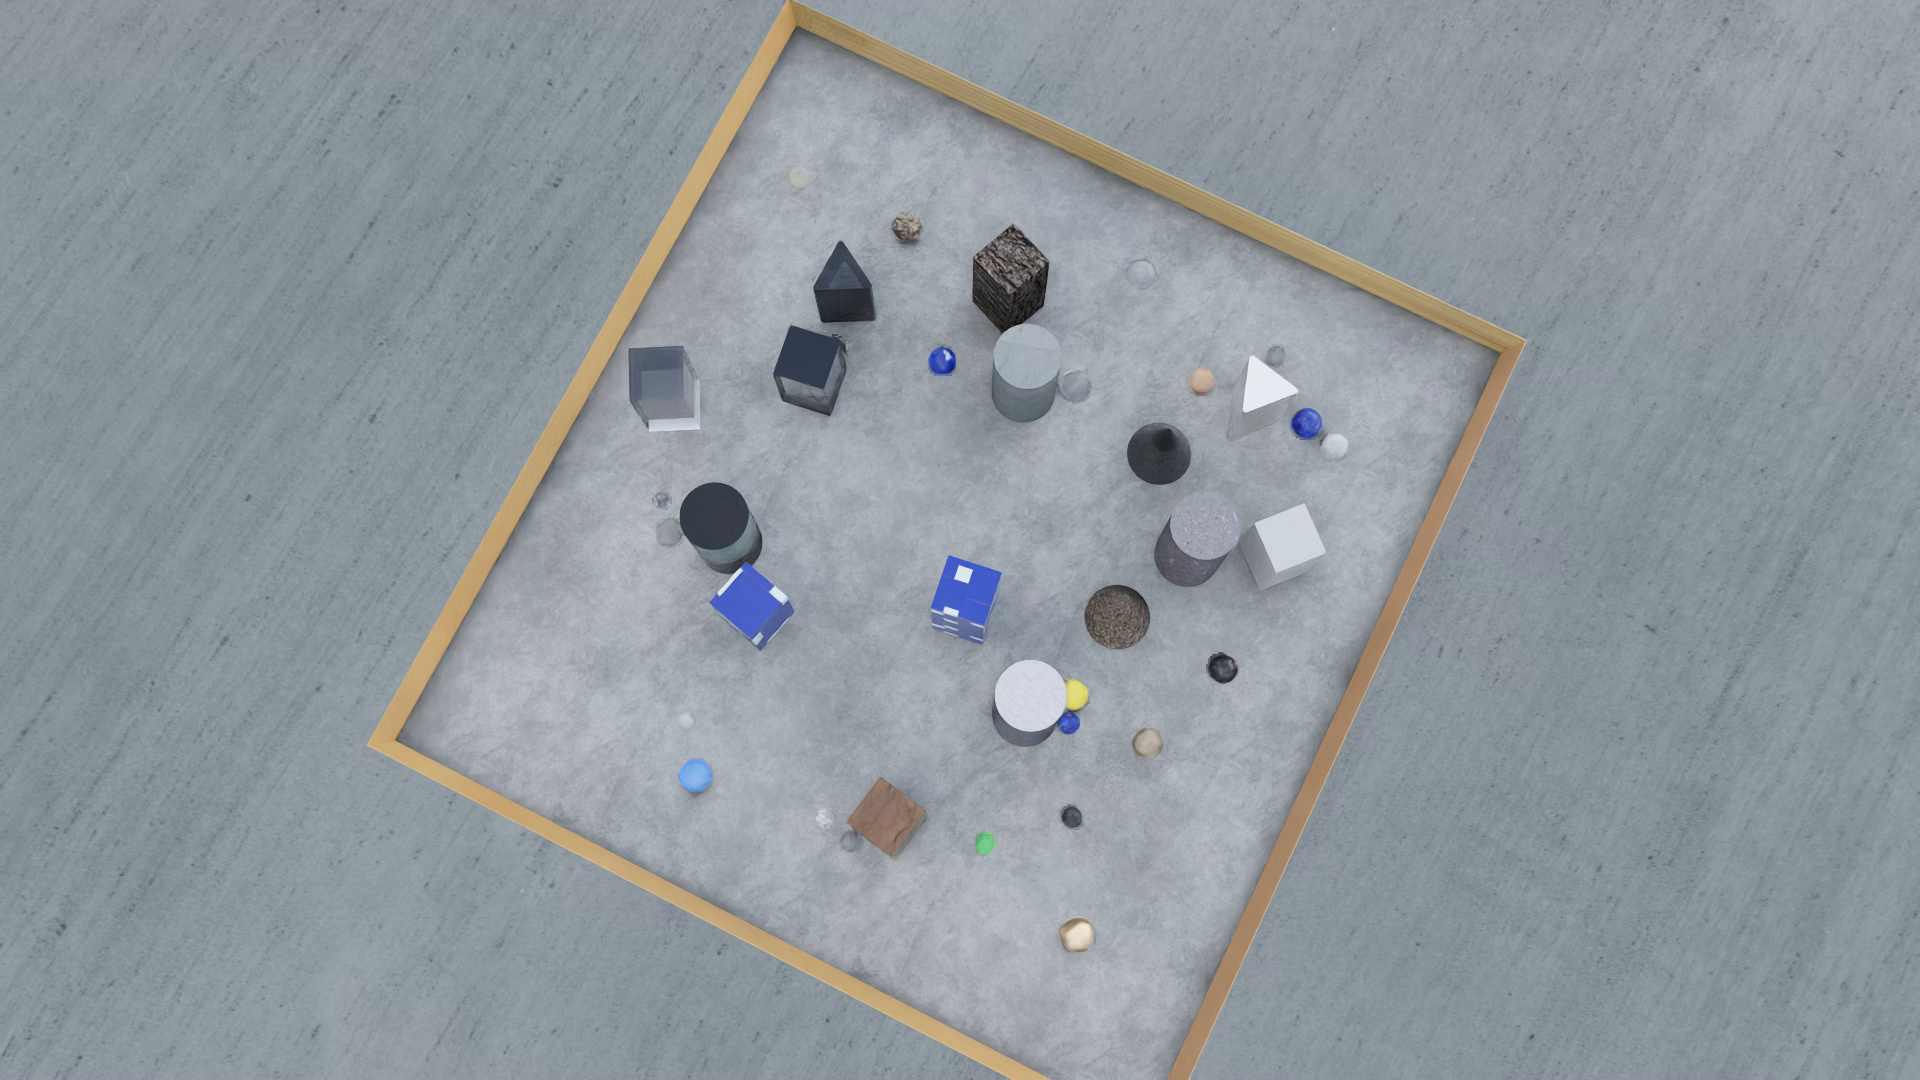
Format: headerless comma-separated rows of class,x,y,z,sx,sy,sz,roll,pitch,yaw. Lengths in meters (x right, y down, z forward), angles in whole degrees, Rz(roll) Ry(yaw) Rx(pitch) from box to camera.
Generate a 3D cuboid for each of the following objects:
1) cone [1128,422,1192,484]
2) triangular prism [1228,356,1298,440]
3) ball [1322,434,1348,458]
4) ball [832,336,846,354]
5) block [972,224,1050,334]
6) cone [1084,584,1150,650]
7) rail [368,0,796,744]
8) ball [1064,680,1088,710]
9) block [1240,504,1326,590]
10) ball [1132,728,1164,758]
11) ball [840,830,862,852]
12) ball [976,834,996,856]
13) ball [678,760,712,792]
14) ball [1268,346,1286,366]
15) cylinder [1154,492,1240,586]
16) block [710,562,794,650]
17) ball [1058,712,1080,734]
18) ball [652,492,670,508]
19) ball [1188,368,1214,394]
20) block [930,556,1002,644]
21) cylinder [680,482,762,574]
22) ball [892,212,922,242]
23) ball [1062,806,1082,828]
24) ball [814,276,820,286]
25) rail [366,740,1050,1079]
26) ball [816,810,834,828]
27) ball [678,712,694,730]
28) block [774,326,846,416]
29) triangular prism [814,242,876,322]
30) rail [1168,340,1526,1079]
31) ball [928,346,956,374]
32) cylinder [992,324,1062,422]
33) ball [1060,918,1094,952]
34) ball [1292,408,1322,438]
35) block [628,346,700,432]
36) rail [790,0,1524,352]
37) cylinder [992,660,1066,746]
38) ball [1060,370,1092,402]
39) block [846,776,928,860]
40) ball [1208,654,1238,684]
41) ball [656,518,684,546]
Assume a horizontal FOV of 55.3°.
cone,0.616,-0.298,5.524,0.199,0.302,0.199,0,78,0
triangular prism,0.883,-0.440,5.537,0.172,0.335,0.149,-21,79,-4
ball,1.154,-0.289,5.636,0.079,0.079,0.079,0,78,0
ball,-0.394,-0.593,5.700,0.077,0.077,0.077,0,78,0
block,0.151,-0.785,5.576,0.159,0.397,0.159,-41,81,-8
cone,0.478,0.196,5.383,0.199,0.379,0.199,0,78,0
rail,-1.120,-0.542,5.662,0.045,0.129,2.661,26,80,5
ball,0.339,0.463,5.472,0.089,0.089,0.089,0,78,0
block,0.959,0.024,5.463,0.159,0.291,0.159,-21,79,-4
ball,0.558,0.604,5.446,0.090,0.090,0.090,0,78,0
ball,-0.321,0.886,5.400,0.063,0.063,0.063,0,78,0
ball,0.075,0.898,5.400,0.060,0.060,0.060,0,78,0
ball,-0.784,0.698,5.423,0.097,0.097,0.097,0,78,0
ball,0.985,-0.573,5.706,0.058,0.058,0.058,0,78,0
cylinder,0.694,0.002,5.395,0.199,0.433,0.199,0,78,0
block,-0.614,0.199,5.438,0.159,0.270,0.159,40,81,8
ball,0.324,0.546,5.467,0.067,0.067,0.067,0,78,0
ball,-0.918,-0.122,5.614,0.054,0.054,0.054,0,78,0
ball,0.749,-0.493,5.678,0.080,0.080,0.080,0,78,0
block,0.018,0.180,5.382,0.159,0.386,0.159,18,79,4
cylinder,-0.704,-0.030,5.429,0.199,0.379,0.199,0,78,0
ball,-0.167,-0.989,5.774,0.092,0.092,0.092,0,78,0
ball,0.331,0.820,5.414,0.064,0.064,0.064,0,78,0
ball,-0.425,-0.797,5.742,0.067,0.067,0.067,0,78,0
rail,-0.584,1.151,5.311,2.552,0.129,0.045,26,80,5
ball,-0.398,0.825,5.417,0.056,0.056,0.056,0,78,0
ball,-0.819,0.540,5.478,0.052,0.052,0.052,0,78,0
block,-0.453,-0.512,5.573,0.159,0.294,0.159,17,79,4
triangular prism,-0.354,-0.794,5.626,0.172,0.304,0.149,-3,78,-1
rail,1.120,0.555,5.435,0.045,0.129,2.661,26,80,5
ball,-0.055,-0.556,5.687,0.087,0.087,0.087,0,78,0
cylinder,0.198,-0.500,5.532,0.199,0.368,0.199,0,78,0
ball,0.341,1.149,5.328,0.100,0.100,0.100,0,78,0
ball,1.070,-0.359,5.643,0.093,0.093,0.093,0,78,0
block,-0.889,-0.453,5.533,0.159,0.348,0.159,-3,78,-1
rail,0.584,-1.138,5.785,2.552,0.129,0.045,26,80,5
cylinder,0.196,0.476,5.287,0.199,0.453,0.199,0,78,0
ball,0.358,-0.477,5.666,0.096,0.096,0.096,0,78,0
block,-0.207,0.806,5.280,0.159,0.333,0.159,36,81,7
ball,0.788,0.387,5.493,0.086,0.086,0.086,0,78,0
ball,-0.885,-0.023,5.578,0.085,0.085,0.085,0,78,0
